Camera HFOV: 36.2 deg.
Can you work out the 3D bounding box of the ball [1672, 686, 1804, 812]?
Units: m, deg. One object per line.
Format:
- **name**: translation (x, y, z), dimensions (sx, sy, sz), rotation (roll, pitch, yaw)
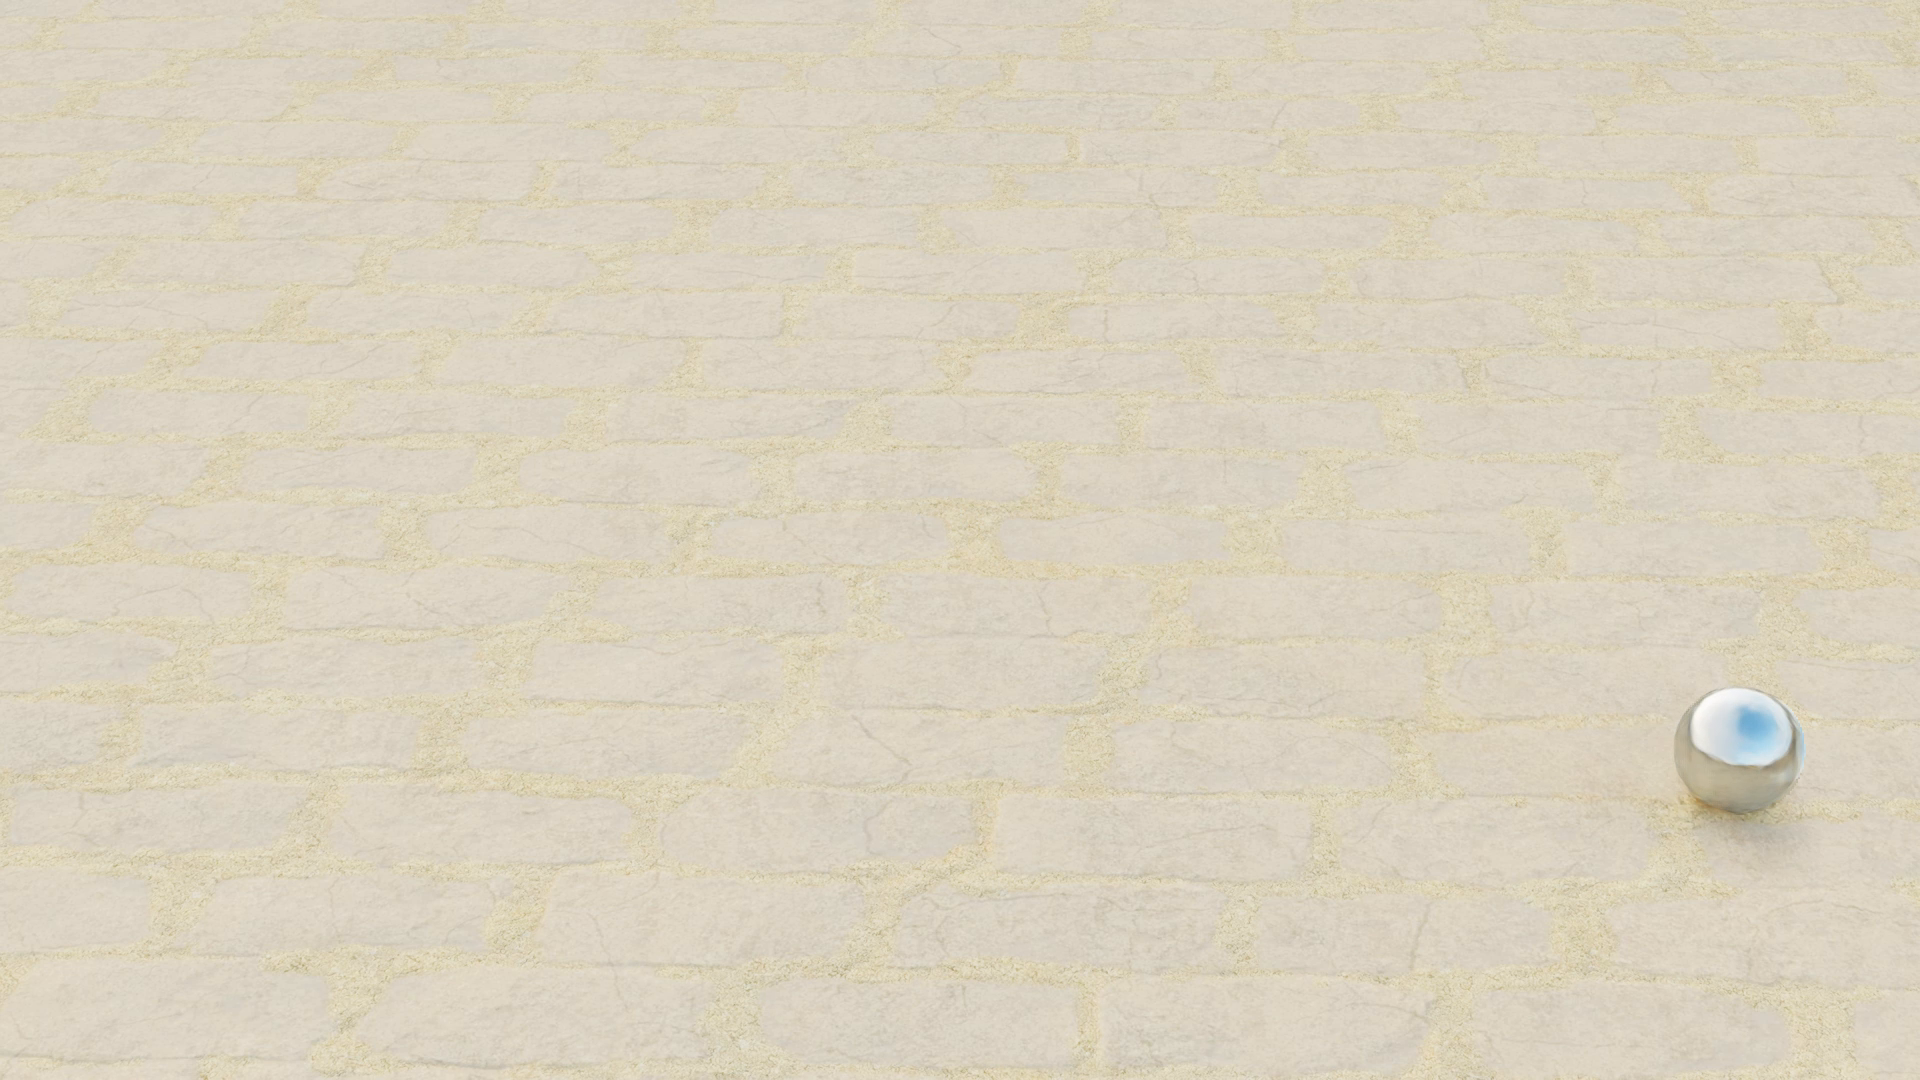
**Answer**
- **ball**: translation (0.386, 0.104, 1.461), dimensions (0.063, 0.063, 0.063), rotation (0, 31, 0)
